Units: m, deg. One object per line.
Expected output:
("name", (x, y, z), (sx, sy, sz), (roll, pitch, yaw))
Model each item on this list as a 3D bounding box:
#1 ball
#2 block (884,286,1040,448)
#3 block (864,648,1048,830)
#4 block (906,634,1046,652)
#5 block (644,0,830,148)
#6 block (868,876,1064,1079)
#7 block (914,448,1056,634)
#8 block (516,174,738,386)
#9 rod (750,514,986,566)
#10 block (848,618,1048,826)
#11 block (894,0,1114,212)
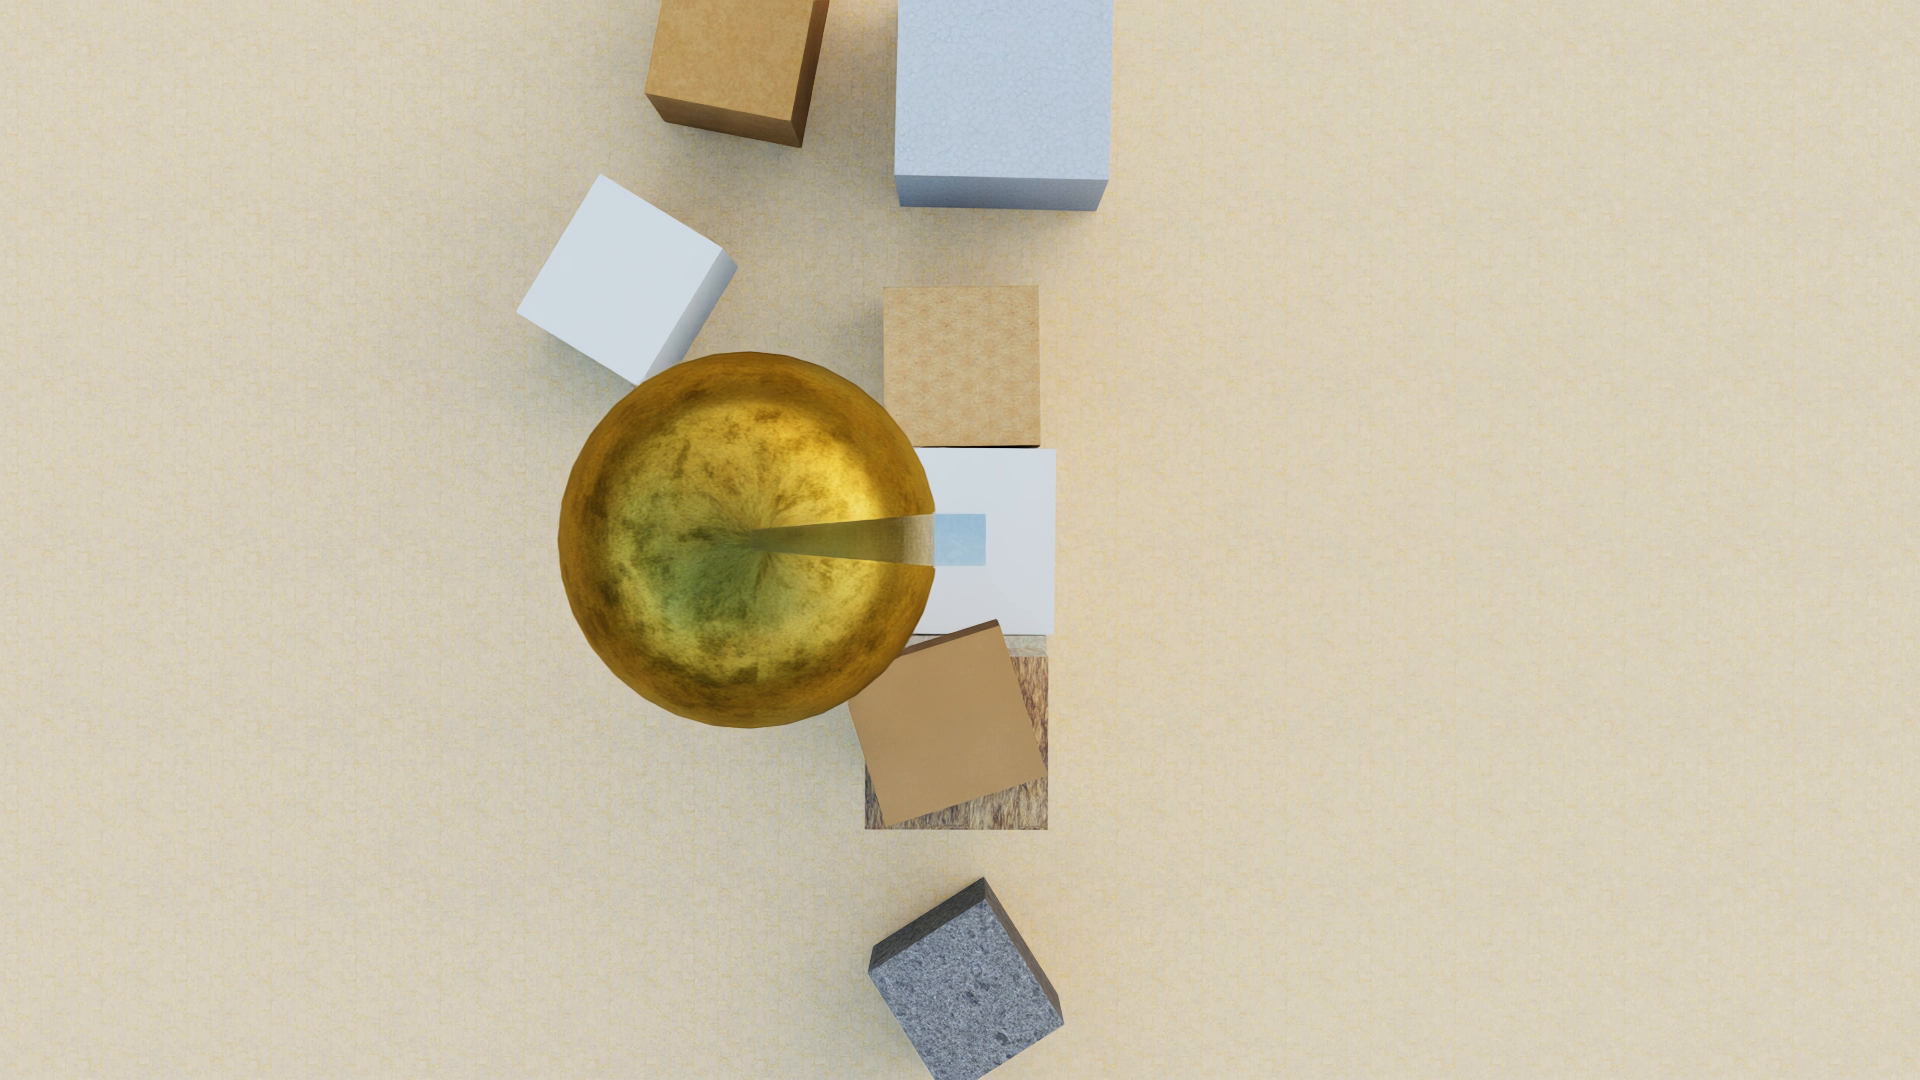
("ball", (-0.890, 0.000, 9.302), (1.600, 1.600, 1.600), (0, 90, 0))
("block", (0.010, -0.967, 12.608), (0.866, 0.784, 0.888), (-1, 90, 0))
("block", (-0.017, 1.024, 11.543), (0.924, 0.916, 0.874), (0, 90, 0))
("block", (-0.001, 0.958, 12.500), (0.949, 1.000, 0.866), (0, 90, 0))
("block", (-1.247, -2.882, 12.575), (0.823, 0.850, 0.995), (11, 90, 0))
("block", (0.033, 2.544, 12.596), (0.773, 0.809, 0.824), (-32, 90, 0))
("block", (0.011, 0.006, 12.540), (1.021, 0.920, 1.021), (1, 90, 0))
("block", (-1.880, -1.435, 12.564), (0.791, 0.871, 0.894), (31, 90, 0))
("rod", (-0.386, 0.000, 5.940), (0.080, 5.200, 0.080), (0, 90, -9))
("block", (-0.078, 0.863, 10.641), (0.784, 0.887, 0.733), (-18, 90, 0))
("block", (0.240, -2.555, 12.431), (1.160, 1.138, 1.196), (1, 90, 0))
